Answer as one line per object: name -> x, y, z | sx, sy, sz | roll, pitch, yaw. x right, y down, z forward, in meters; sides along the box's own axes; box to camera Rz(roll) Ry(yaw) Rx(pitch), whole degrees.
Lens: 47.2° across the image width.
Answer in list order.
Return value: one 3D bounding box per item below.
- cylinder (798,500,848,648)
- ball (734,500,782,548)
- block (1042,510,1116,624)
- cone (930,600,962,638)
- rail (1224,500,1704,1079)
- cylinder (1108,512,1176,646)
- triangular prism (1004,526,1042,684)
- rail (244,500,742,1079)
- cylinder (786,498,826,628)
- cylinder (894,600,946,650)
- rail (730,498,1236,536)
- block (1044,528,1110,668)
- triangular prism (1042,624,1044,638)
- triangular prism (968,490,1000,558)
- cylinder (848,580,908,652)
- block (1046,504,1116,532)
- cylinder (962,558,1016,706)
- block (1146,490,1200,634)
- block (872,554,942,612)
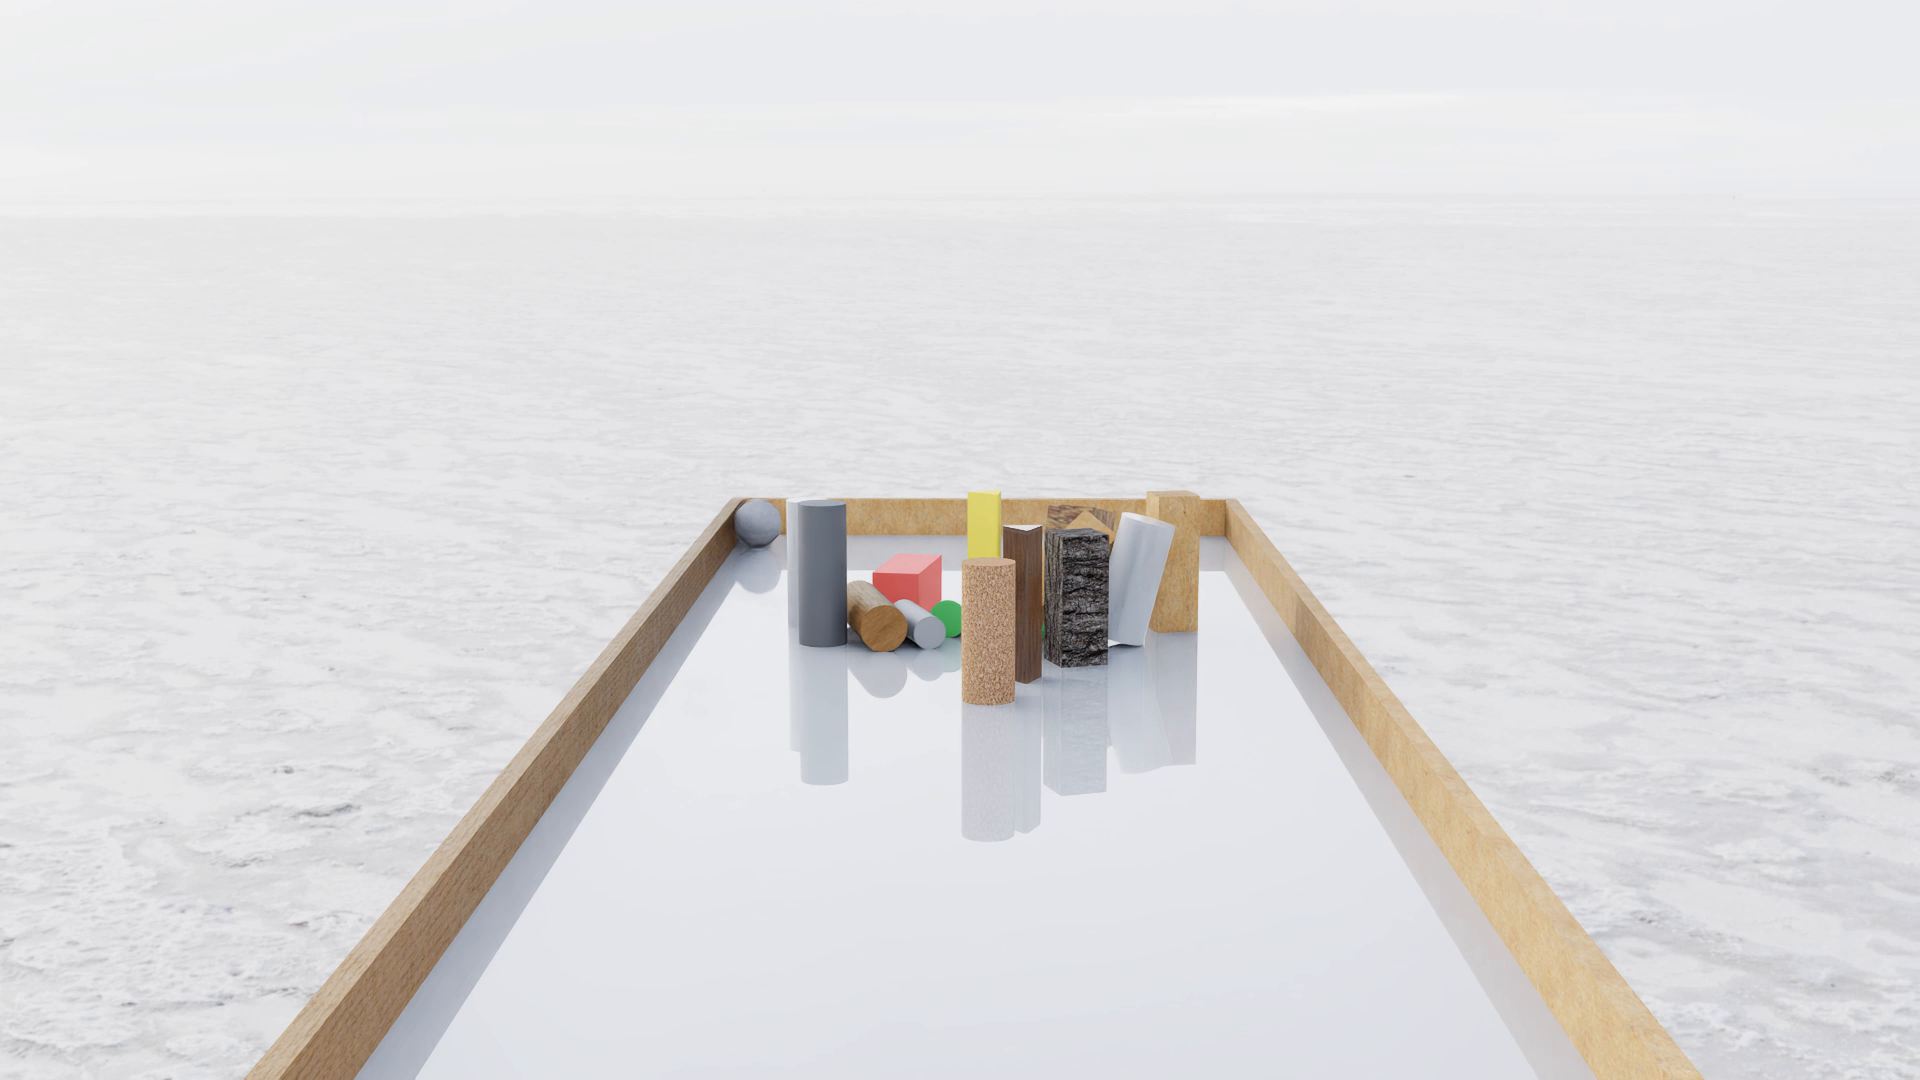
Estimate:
cylinder -> -0.433, 0.104, 6.928 | 0.153, 0.446, 0.153 | 0, 9, 0
ball -> -0.811, -0.066, 8.817 | 0.190, 0.190, 0.190 | 0, 9, 0
block -> 0.290, 0.120, 6.933 | 0.141, 0.141, 0.457 | 40, 65, 20
cone -> -0.006, 0.251, 7.236 | 0.120, 0.120, 0.404 | 1, 1, 9
rail -> 1.046, 0.843, 3.208 | 0.050, 0.150, 12.000 | 0, 9, 1
cylinder -> 0.543, 0.122, 6.913 | 0.174, 0.384, 0.174 | 14, 9, -2
triangular prism -> 0.199, 0.183, 6.415 | 0.098, 0.450, 0.113 | -6, 11, -35
rail -> -1.004, 0.839, 3.234 | 0.050, 0.150, 12.000 | 0, 9, 1
cylinder -> -0.501, 0.074, 7.212 | 0.133, 0.416, 0.133 | 0, 9, 0
cylinder -> -0.138, 0.266, 7.000 | 0.103, 0.103, 0.308 | -3, 9, -16
rail -> 0.099, -0.098, 9.147 | 2.100, 0.150, 0.050 | 0, 9, 1
block -> 0.351, 0.173, 6.650 | 0.149, 0.396, 0.149 | -3, 10, -19
triangular prism -> 0.272, 0.154, 7.067 | 0.091, 0.335, 0.078 | 23, -29, -25
triangular prism -> 0.103, 0.060, 7.221 | 0.119, 0.442, 0.103 | 6, 11, 34
cylinder -> -0.285, 0.240, 7.024 | 0.148, 0.148, 0.452 | -2, 9, -13
block -> 0.379, 0.082, 7.205 | 0.164, 0.375, 0.164 | 5, -3, 30
cylinder -> 0.079, 0.254, 6.152 | 0.150, 0.392, 0.150 | 0, 9, 0
block -> 0.690, 0.069, 7.156 | 0.138, 0.444, 0.138 | -2, 9, -12
block -> -0.178, 0.158, 7.508 | 0.158, 0.158, 0.397 | 2, 9, 11
